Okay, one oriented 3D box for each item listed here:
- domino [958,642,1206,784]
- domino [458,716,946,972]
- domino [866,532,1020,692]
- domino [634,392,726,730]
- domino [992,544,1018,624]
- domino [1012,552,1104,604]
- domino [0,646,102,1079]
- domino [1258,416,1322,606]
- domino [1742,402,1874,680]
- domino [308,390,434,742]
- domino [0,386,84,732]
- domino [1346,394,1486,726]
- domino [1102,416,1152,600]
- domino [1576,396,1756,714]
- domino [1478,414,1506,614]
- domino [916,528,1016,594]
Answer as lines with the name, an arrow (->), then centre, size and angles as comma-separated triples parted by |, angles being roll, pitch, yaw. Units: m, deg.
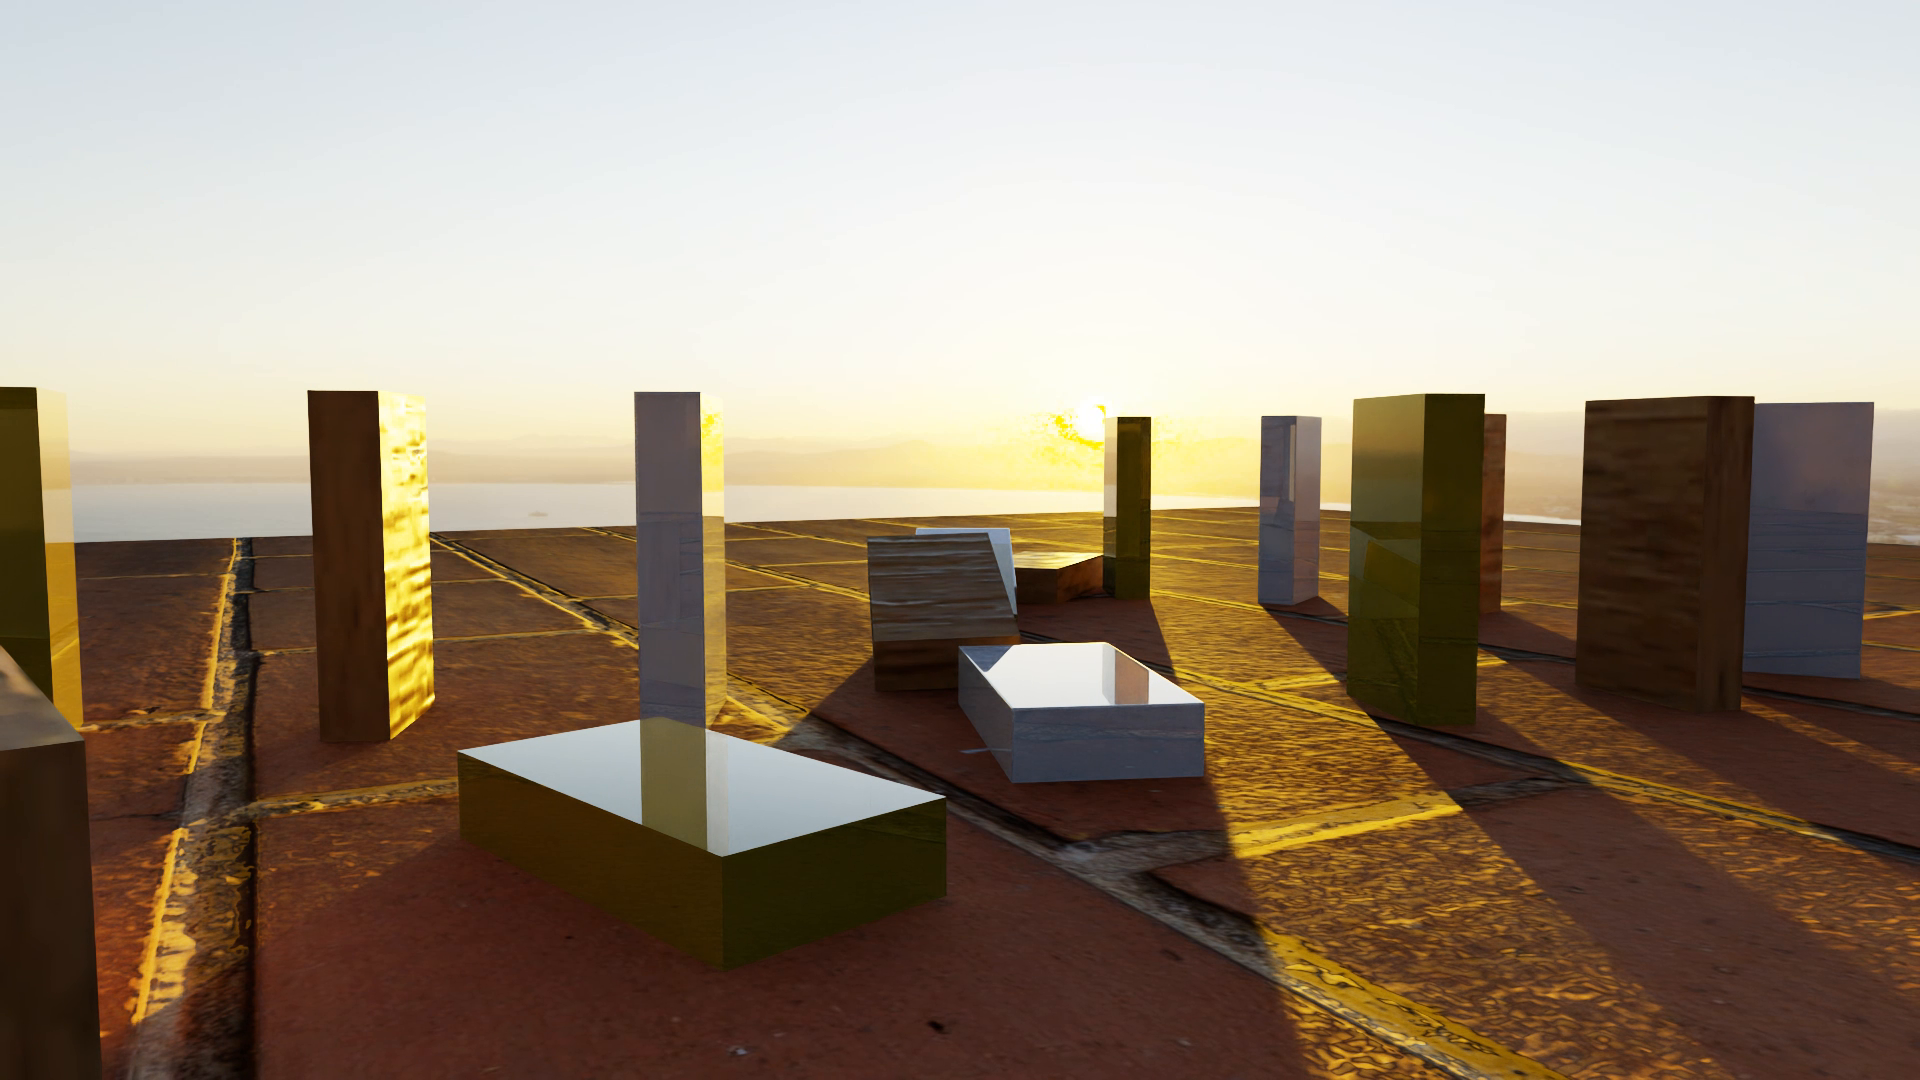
domino -> 0.016, 0.024, 0.187 | 0.025, 0.009, 0.050 | -1, 4, -8
domino -> -0.028, 0.028, 0.130 | 0.025, 0.009, 0.050 | -4, 6, -44
domino -> -0.004, 0.012, 0.243 | 0.025, 0.009, 0.050 | -2, 21, -5
domino -> -0.043, 0.003, 0.198 | 0.009, 0.050, 0.025 | 0, 4, -3
domino -> -0.001, 0.012, 0.276 | 0.025, 0.009, 0.050 | 0, 16, 0
domino -> 0.023, 0.010, 0.367 | 0.025, 0.010, 0.050 | 2, 5, 21
domino -> -0.072, 0.023, 0.092 | 0.009, 0.025, 0.050 | -4, 6, -41
domino -> 0.090, -0.009, 0.350 | 0.009, 0.050, 0.025 | 3, 5, 30
domino -> 0.154, 0.000, 0.240 | 0.025, 0.050, 0.009 | 2, 5, 26
domino -> -0.089, 0.003, 0.194 | 0.009, 0.050, 0.025 | -1, 4, -9
domino -> -0.132, 0.004, 0.181 | 0.009, 0.050, 0.025 | -2, 5, -27
domino -> 0.072, 0.002, 0.205 | 0.010, 0.050, 0.025 | -1, 4, -7
domino -> 0.047, -0.010, 0.362 | 0.009, 0.050, 0.025 | 0, 4, -2
domino -> 0.117, 0.001, 0.214 | 0.010, 0.050, 0.025 | -1, 4, -17
domino -> 0.126, -0.007, 0.322 | 0.025, 0.050, 0.009 | -4, 6, -43
domino -> 0.001, 0.008, 0.323 | 0.025, 0.010, 0.050 | 0, 16, 0
